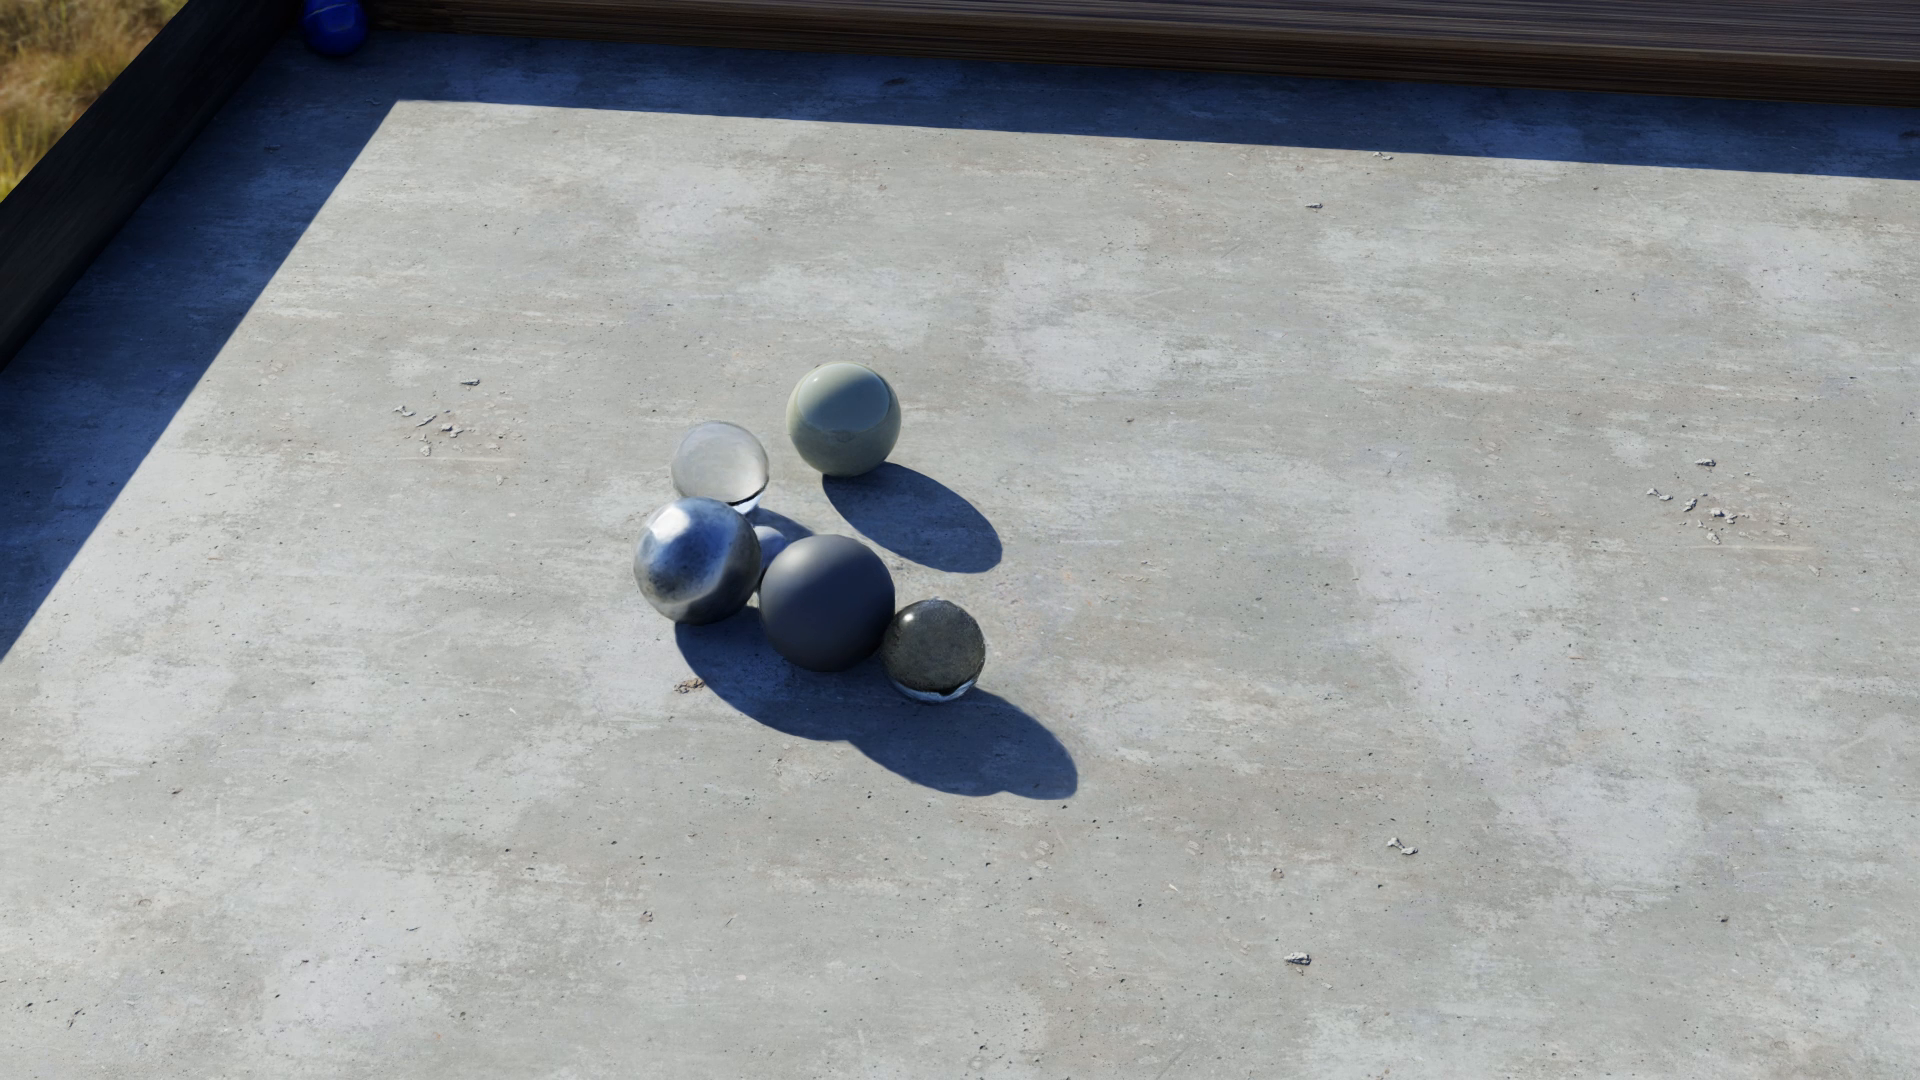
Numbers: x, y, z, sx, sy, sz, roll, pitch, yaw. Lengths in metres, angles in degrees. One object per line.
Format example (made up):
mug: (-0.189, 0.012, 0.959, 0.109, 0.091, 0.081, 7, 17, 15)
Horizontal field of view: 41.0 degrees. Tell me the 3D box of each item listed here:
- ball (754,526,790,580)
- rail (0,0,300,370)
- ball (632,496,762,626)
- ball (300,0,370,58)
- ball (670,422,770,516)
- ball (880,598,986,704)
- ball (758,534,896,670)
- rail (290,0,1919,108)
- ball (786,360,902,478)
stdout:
ball: (-0.145, 0.010, 1.885, 0.040, 0.040, 0.040, 0, 35, 0)
rail: (-0.801, -0.076, 1.933, 0.045, 0.124, 1.842, 4, 35, 6)
ball: (-0.188, 0.015, 1.832, 0.092, 0.092, 0.092, 0, 35, 0)
ball: (-0.643, -0.530, 2.636, 0.070, 0.070, 0.070, 0, 35, 0)
ball: (-0.182, -0.052, 1.943, 0.076, 0.076, 0.076, 0, 35, 0)
ball: (-0.018, 0.077, 1.761, 0.072, 0.072, 0.072, 0, 35, 0)
ball: (-0.092, 0.043, 1.788, 0.096, 0.096, 0.096, 0, 35, 0)
rail: (0.935, -0.470, 2.500, 3.325, 0.124, 0.045, 4, 35, 6)
ball: (-0.090, -0.094, 1.990, 0.090, 0.090, 0.090, 0, 35, 0)
